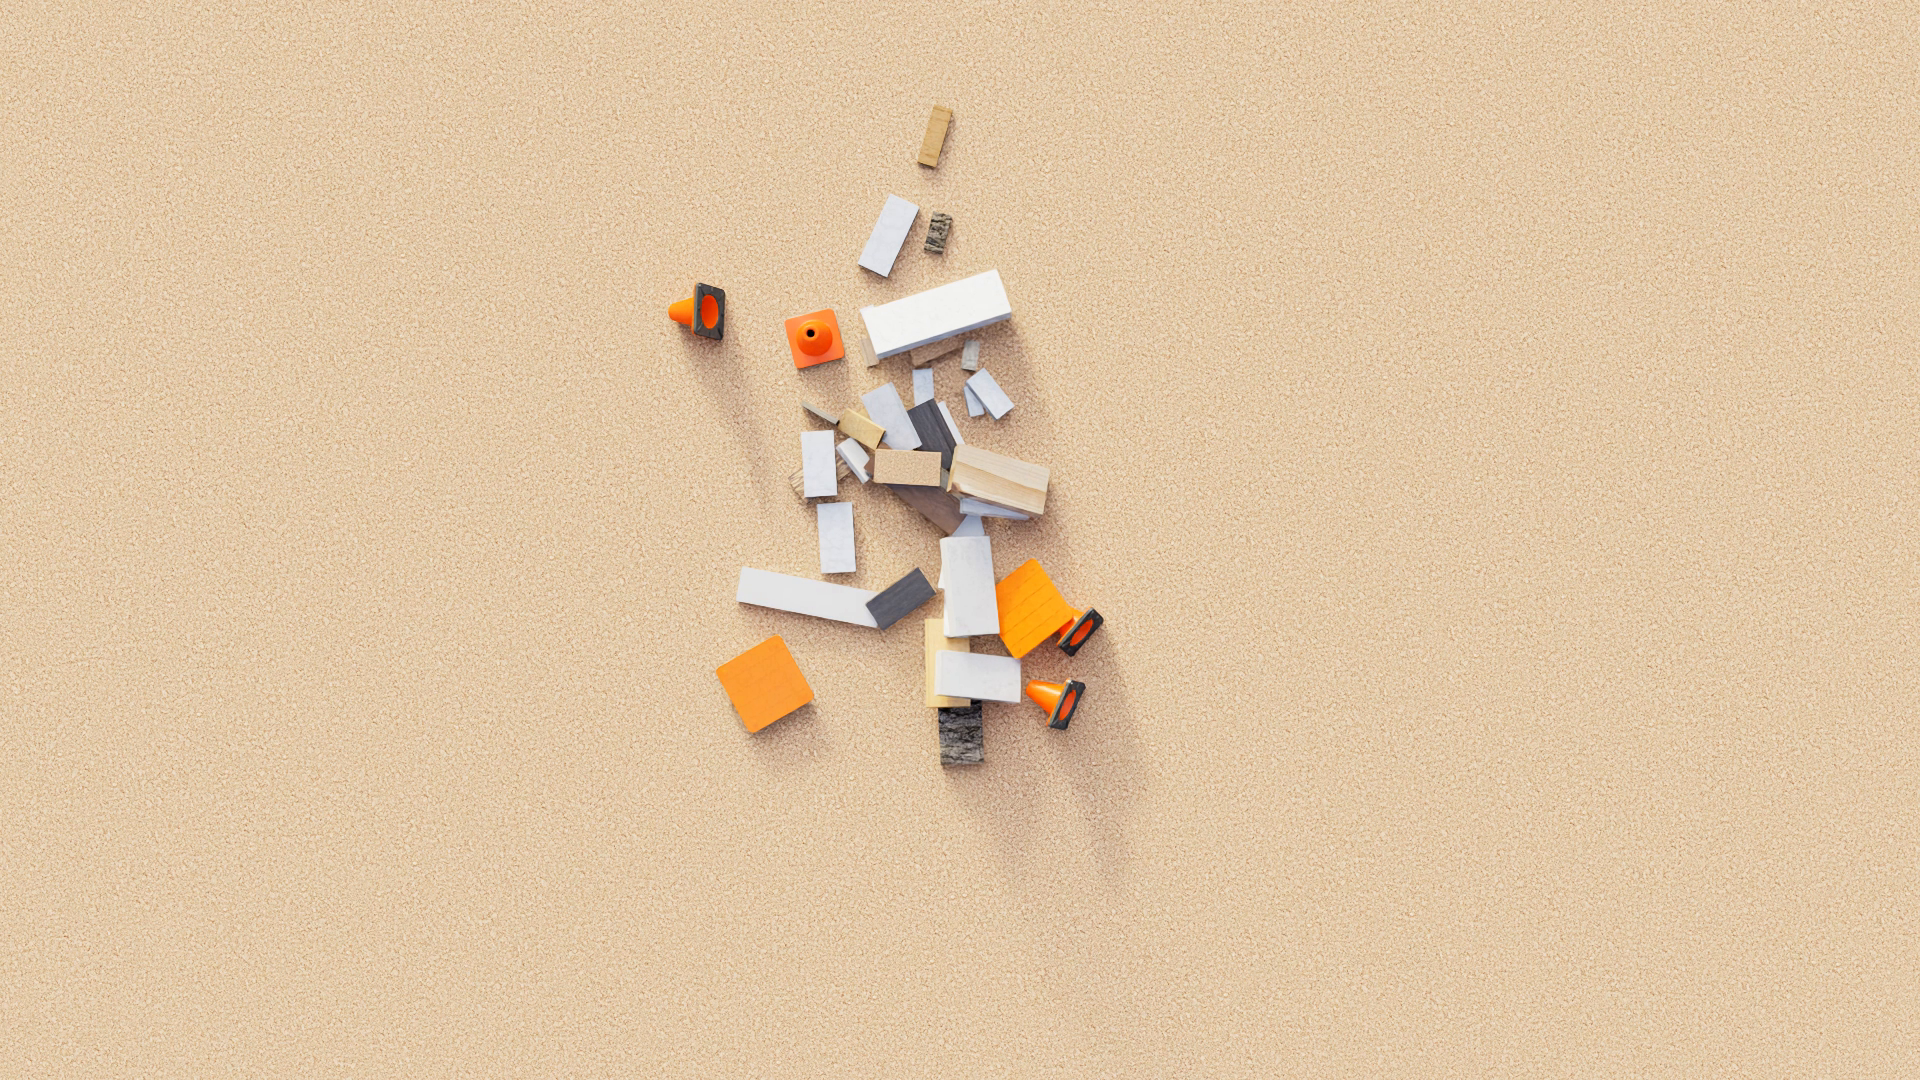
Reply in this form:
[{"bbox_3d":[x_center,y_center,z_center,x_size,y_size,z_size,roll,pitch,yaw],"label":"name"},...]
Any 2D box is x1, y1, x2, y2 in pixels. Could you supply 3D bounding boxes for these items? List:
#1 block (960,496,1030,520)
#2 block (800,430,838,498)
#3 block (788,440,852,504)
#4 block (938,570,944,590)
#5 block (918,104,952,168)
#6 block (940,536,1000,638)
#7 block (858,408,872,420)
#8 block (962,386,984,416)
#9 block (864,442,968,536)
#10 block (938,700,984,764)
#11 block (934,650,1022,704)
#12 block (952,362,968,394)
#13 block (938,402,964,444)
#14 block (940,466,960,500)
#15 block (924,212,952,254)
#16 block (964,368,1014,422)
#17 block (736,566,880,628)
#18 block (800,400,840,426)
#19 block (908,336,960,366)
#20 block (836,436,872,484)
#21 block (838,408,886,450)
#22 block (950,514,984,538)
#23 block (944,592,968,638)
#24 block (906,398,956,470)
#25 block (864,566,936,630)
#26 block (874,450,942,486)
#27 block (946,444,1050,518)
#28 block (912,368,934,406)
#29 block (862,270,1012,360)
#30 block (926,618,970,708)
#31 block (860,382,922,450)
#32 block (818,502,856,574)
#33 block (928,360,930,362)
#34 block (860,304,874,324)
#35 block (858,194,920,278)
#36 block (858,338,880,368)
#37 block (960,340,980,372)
[{"bbox_3d":[0.114,-0.136,5.435,0.230,0.033,0.115,6,74,-18],"label":"block"},{"bbox_3d":[-0.465,-0.252,5.454,0.107,0.030,0.214,-3,90,0],"label":"block"},{"bbox_3d":[-0.455,-0.226,5.485,0.214,0.030,0.107,-36,90,0],"label":"block"},{"bbox_3d":[-0.020,0.092,5.458,0.079,0.022,0.158,10,74,3],"label":"block"},{"bbox_3d":[-0.083,-1.344,5.491,0.064,0.018,0.200,16,90,0],"label":"block"},{"bbox_3d":[0.032,0.152,5.415,0.162,0.046,0.323,-2,81,-28],"label":"block"},{"bbox_3d":[-0.326,-0.403,5.493,0.094,0.013,0.047,-36,90,0],"label":"block"},{"bbox_3d":[0.045,-0.463,5.483,0.050,0.014,0.101,-13,92,-20],"label":"block"},{"bbox_3d":[-0.140,-0.169,5.434,0.367,0.030,0.108,38,97,-1],"label":"block"},{"bbox_3d":[0.001,0.596,5.479,0.145,0.041,0.291,-3,90,0],"label":"block"},{"bbox_3d":[0.060,0.449,5.406,0.291,0.041,0.145,8,75,-24],"label":"block"},{"bbox_3d":[0.003,-0.540,5.493,0.050,0.014,0.101,3,90,0],"label":"block"},{"bbox_3d":[-0.028,-0.379,5.459,0.023,0.081,0.163,-27,90,0],"label":"block"},{"bbox_3d":[-0.073,-0.203,5.453,0.233,0.021,0.075,31,97,0],"label":"block"},{"bbox_3d":[-0.073,-1.023,5.491,0.064,0.018,0.129,14,90,0],"label":"block"},{"bbox_3d":[0.098,-0.483,5.474,0.081,0.023,0.163,-39,90,-22],"label":"block"},{"bbox_3d":[-0.499,0.189,5.484,0.476,0.033,0.115,11,90,0],"label":"block"},{"bbox_3d":[-0.463,-0.421,5.467,0.131,0.066,0.019,29,90,0],"label":"block"},{"bbox_3d":[-0.092,-0.645,5.469,0.163,0.023,0.081,-23,93,-2],"label":"block"},{"bbox_3d":[-0.339,-0.266,5.465,0.149,0.021,0.075,52,47,-1],"label":"block"},{"bbox_3d":[-0.326,-0.368,5.463,0.149,0.021,0.075,30,112,10],"label":"block"},{"bbox_3d":[-0.001,-0.116,5.484,0.115,0.033,0.230,-14,90,0],"label":"block"},{"bbox_3d":[-0.013,0.246,5.454,0.079,0.022,0.157,0,63,1],"label":"block"},{"bbox_3d":[-0.089,-0.342,5.467,0.115,0.033,0.230,-26,97,3],"label":"block"},{"bbox_3d":[-0.198,0.195,5.463,0.215,0.030,0.108,-35,98,-8],"label":"block"},{"bbox_3d":[-0.171,-0.237,5.398,0.215,0.030,0.108,3,96,3],"label":"block"},{"bbox_3d":[0.127,-0.194,5.411,0.323,0.046,0.162,15,72,-15],"label":"block"},{"bbox_3d":[-0.118,-0.464,5.491,0.066,0.019,0.208,-4,90,0],"label":"block"},{"bbox_3d":[-0.075,-0.746,5.447,0.467,0.046,0.162,-18,73,-2],"label":"block"},{"bbox_3d":[-0.040,0.407,5.448,0.145,0.041,0.291,-1,77,0],"label":"block"},{"bbox_3d":[-0.227,-0.394,5.447,0.115,0.033,0.230,-23,96,30],"label":"block"},{"bbox_3d":[-0.409,-0.008,5.484,0.115,0.033,0.230,-3,90,0],"label":"block"},{"bbox_3d":[-0.108,-0.663,5.491,0.066,0.019,0.131,23,90,0],"label":"block"},{"bbox_3d":[-0.295,-0.732,5.493,0.047,0.013,0.094,-21,90,0],"label":"block"},{"bbox_3d":[-0.237,-1.011,5.485,0.107,0.030,0.257,25,90,0],"label":"block"},{"bbox_3d":[-0.303,-0.626,5.493,0.047,0.013,0.094,-16,90,0],"label":"block"},{"bbox_3d":[0.035,-0.613,5.483,0.050,0.014,0.101,10,79,0],"label":"block"}]
